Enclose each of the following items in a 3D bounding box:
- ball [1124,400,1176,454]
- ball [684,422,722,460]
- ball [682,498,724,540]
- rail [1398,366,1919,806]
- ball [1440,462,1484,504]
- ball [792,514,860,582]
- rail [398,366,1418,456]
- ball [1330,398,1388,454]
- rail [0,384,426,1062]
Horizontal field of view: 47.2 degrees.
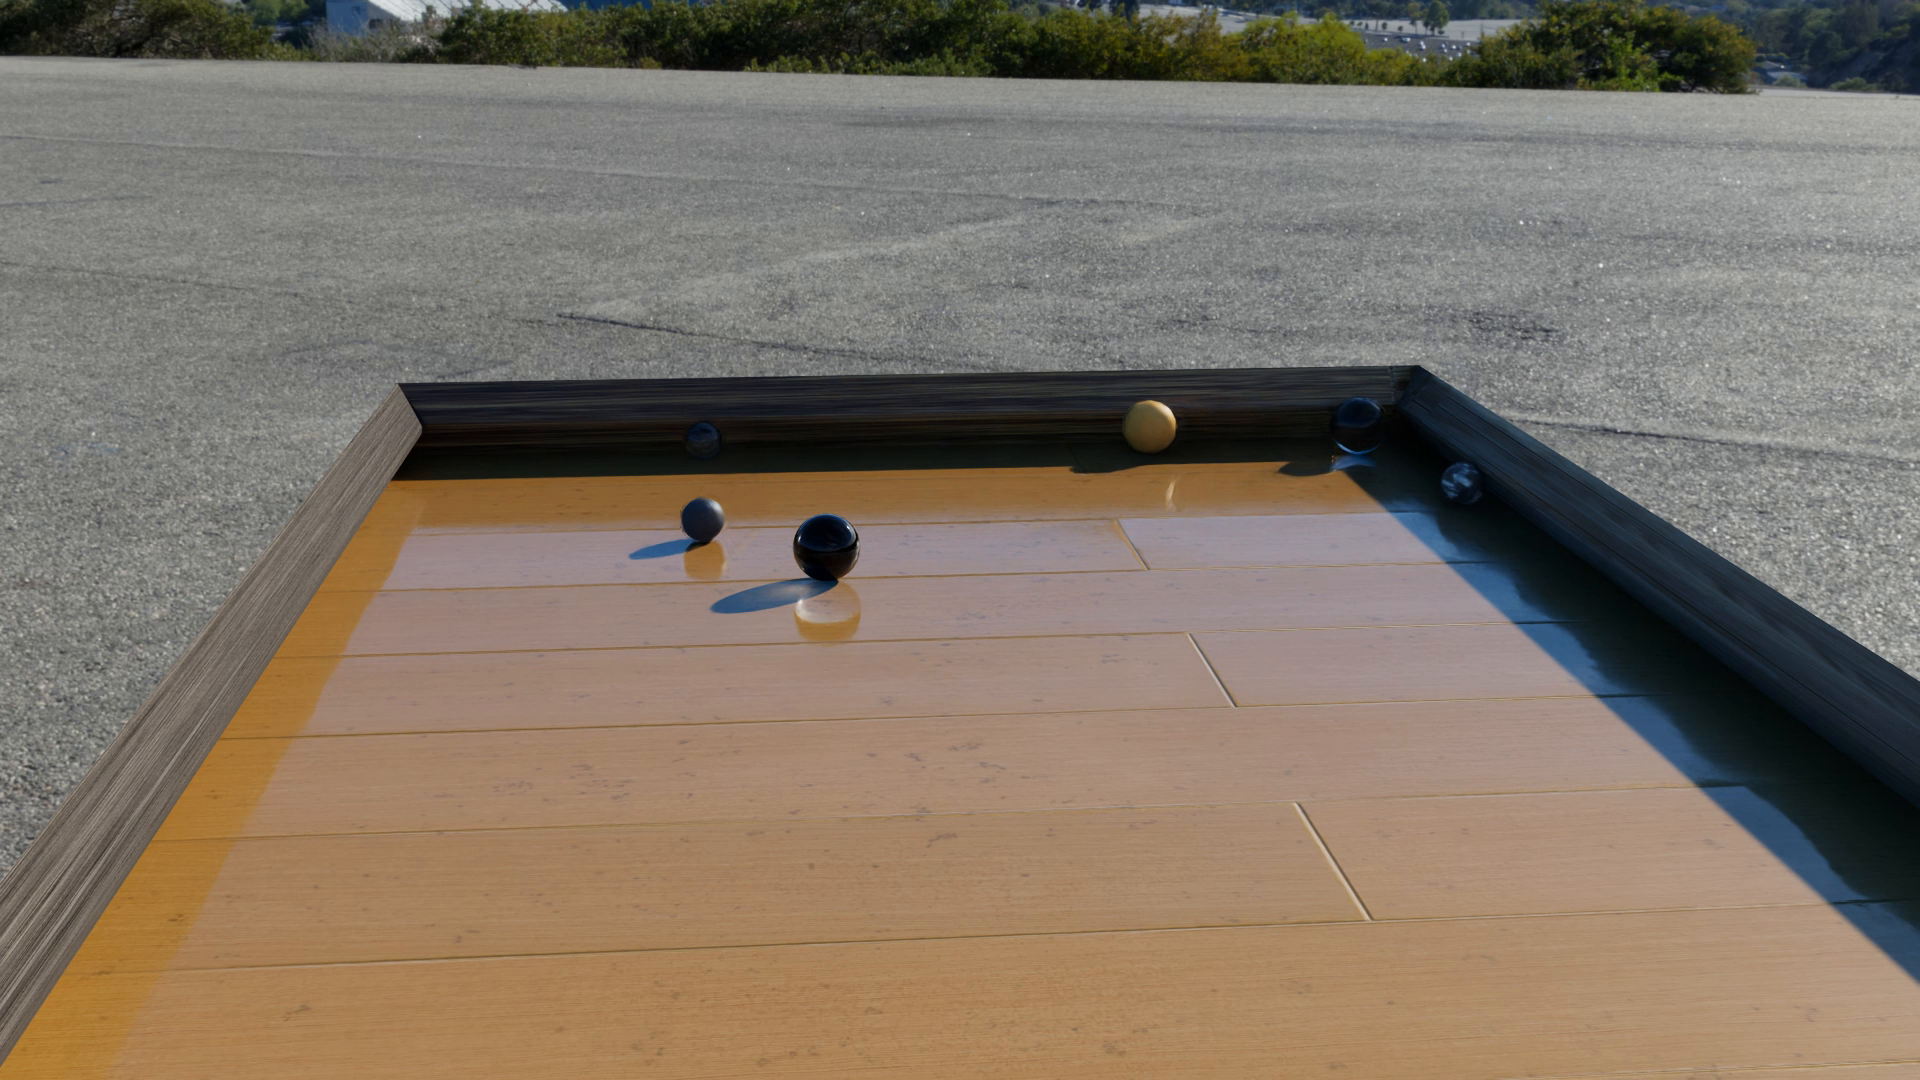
[{"bbox_3d":[0.284,-0.169,3.284,0.080,0.080,0.080,0,15,0],"label":"ball"},{"bbox_3d":[-0.380,-0.147,3.248,0.056,0.056,0.056,0,15,0],"label":"ball"},{"bbox_3d":[-0.328,-0.026,2.808,0.055,0.055,0.055,0,15,0],"label":"ball"},{"bbox_3d":[0.810,0.139,2.094,0.045,0.109,2.714,-1,15,-5],"label":"rail"},{"bbox_3d":[0.683,-0.077,2.989,0.058,0.058,0.058,0,15,0],"label":"ball"},{"bbox_3d":[-0.159,0.009,2.629,0.081,0.081,0.081,0,15,0],"label":"ball"},{"bbox_3d":[-0.061,-0.191,3.308,1.547,0.109,0.045,-1,15,-5],"label":"rail"},{"bbox_3d":[0.595,-0.170,3.280,0.084,0.084,0.084,0,15,0],"label":"ball"},{"bbox_3d":[-0.684,0.175,1.960,0.045,0.109,2.714,-1,15,-5],"label":"rail"}]
